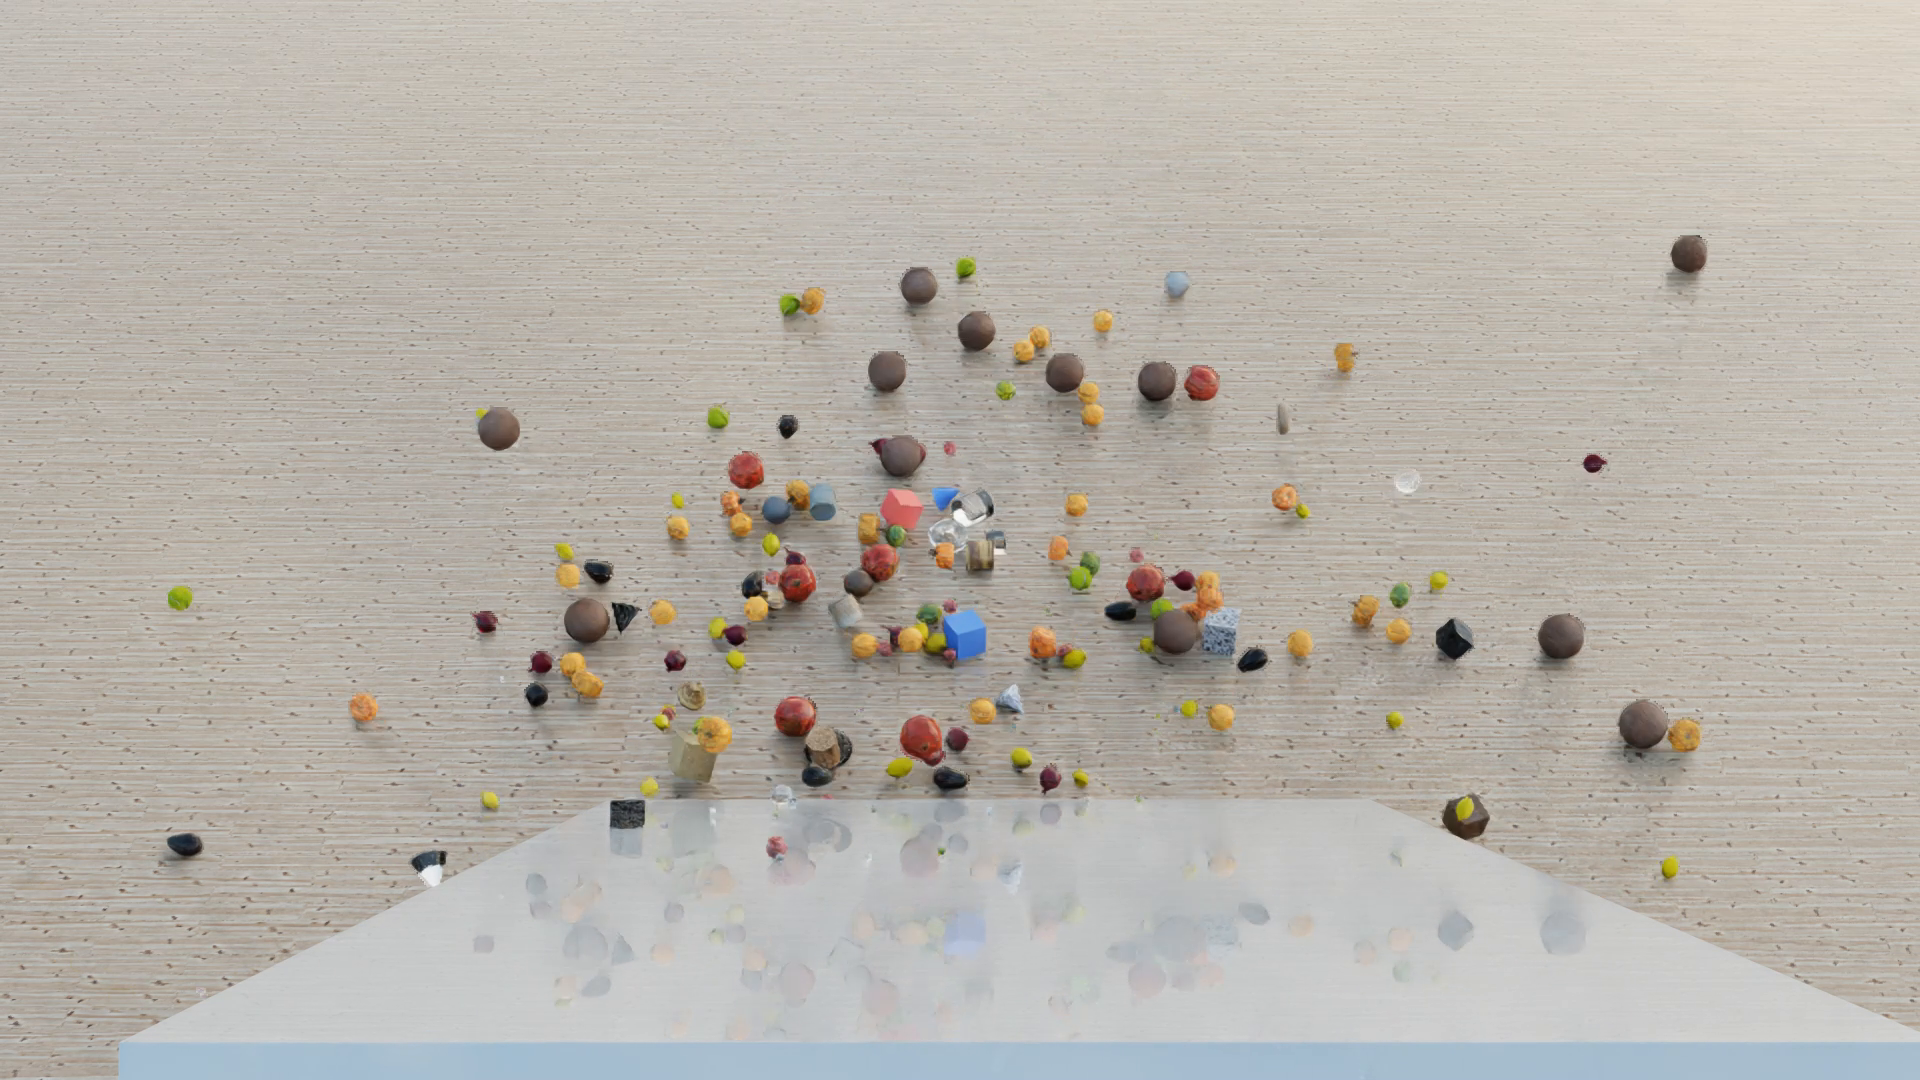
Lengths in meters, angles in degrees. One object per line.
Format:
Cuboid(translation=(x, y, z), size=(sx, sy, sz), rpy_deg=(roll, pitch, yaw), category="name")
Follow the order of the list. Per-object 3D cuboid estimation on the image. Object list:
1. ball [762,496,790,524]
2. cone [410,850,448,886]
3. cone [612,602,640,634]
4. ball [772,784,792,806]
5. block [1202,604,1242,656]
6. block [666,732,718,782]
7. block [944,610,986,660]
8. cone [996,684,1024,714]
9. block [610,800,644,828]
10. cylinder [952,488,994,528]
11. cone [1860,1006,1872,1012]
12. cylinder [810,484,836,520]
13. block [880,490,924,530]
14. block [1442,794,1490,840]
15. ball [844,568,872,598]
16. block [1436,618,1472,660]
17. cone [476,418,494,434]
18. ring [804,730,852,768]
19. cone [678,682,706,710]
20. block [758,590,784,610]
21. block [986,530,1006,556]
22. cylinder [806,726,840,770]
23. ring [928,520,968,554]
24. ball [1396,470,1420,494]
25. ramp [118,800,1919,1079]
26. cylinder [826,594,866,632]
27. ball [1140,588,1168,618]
Cuboid(translation=(-0.567, -0.093, 8.007), size=(0.086, 0.086, 0.086), rpy_deg=(0, 35, 0), category="ball")
Cuboid(translation=(-1.357, 0.864, 6.690), size=(0.096, 0.096, 0.096), rpy_deg=(-12, 64, -16), category="cone")
Cuboid(translation=(-0.979, 0.233, 7.549), size=(0.090, 0.090, 0.090), rpy_deg=(12, 2, 0), category="cone")
Cuboid(translation=(-0.454, 0.649, 6.621), size=(0.053, 0.053, 0.053), rpy_deg=(0, 35, 0), category="ball")
Cuboid(translation=(0.756, 0.259, 7.501), size=(0.096, 0.096, 0.096), rpy_deg=(8, 36, 12), category="block")
Cuboid(translation=(-0.719, 0.584, 6.989), size=(0.095, 0.095, 0.095), rpy_deg=(13, 9, -25), category="block")
Cuboid(translation=(0.015, 0.273, 7.485), size=(0.091, 0.091, 0.091), rpy_deg=(-16, 38, -21), category="block")
Cuboid(translation=(0.153, 0.458, 7.271), size=(0.078, 0.078, 0.078), rpy_deg=(-31, 72, -36), category="cone")
Cuboid(translation=(-0.756, 0.622, 5.902), size=(0.060, 0.060, 0.060), rpy_deg=(1, -2, -34), category="block")
Cuboid(translation=(0.040, -0.098, 8.009), size=(0.092, 0.092, 0.092), rpy_deg=(-26, 43, -32), category="cylinder")
Cuboid(translation=(2.153, 1.170, 6.175), size=(0.100, 0.100, 0.100), rpy_deg=(-2, 10, -3), category="cone")
Cuboid(translation=(-0.422, -0.114, 7.993), size=(0.078, 0.078, 0.078), rpy_deg=(-2, 43, -2), category="cylinder")
Cuboid(translation=(-0.179, -0.094, 7.979), size=(0.085, 0.085, 0.085), rpy_deg=(7, 32, -35), category="block")
Cuboid(translation=(1.326, 0.729, 6.814), size=(0.080, 0.080, 0.080), rpy_deg=(-15, 51, -20), category="block")
Cuboid(translation=(-0.301, 0.129, 7.694), size=(0.086, 0.086, 0.086), rpy_deg=(0, 35, 0), category="ball")
Cuboid(translation=(1.419, 0.284, 7.459), size=(0.072, 0.072, 0.072), rpy_deg=(38, 29, -19), category="block")
Cuboid(translation=(-1.526, -0.371, 8.385), size=(0.057, 0.057, 0.057), rpy_deg=(-8, 34, -30), category="cone")
Cuboid(translation=(-0.359, 0.572, 7.101), size=(0.131, 0.044, 0.131), rpy_deg=(-3, 38, 3), category="ring")
Cuboid(translation=(-0.732, 0.414, 7.208), size=(0.085, 0.085, 0.085), rpy_deg=(13, 52, -17), category="cone")
Cuboid(translation=(-0.555, 0.177, 7.625), size=(0.051, 0.051, 0.051), rpy_deg=(7, -11, -34), category="block")
Cuboid(translation=(0.109, 0.010, 7.891), size=(0.052, 0.052, 0.052), rpy_deg=(-5, 36, -6), category="block")
Cuboid(translation=(-0.369, 0.562, 7.017), size=(0.082, 0.082, 0.082), rpy_deg=(-5, 48, 6), category="cylinder")
Cuboid(translation=(-0.034, -0.012, 7.879), size=(0.123, 0.041, 0.123), rpy_deg=(5, 50, -5), category="ring")
Cuboid(translation=(1.403, -0.184, 8.145), size=(0.075, 0.075, 0.075), rpy_deg=(0, 35, 0), category="ball")
Cuboid(translation=(0.078, 0.667, 4.845), size=(2.000, 0.100, 4.000), rpy_deg=(0, -2, 0), category="ramp")
Cuboid(translation=(-0.330, 0.211, 7.547), size=(0.085, 0.085, 0.085), rpy_deg=(-28, -1, 0), category="cylinder")
Cuboid(translation=(0.568, 0.183, 7.595), size=(0.085, 0.085, 0.085), rpy_deg=(0, 35, 0), category="ball")
